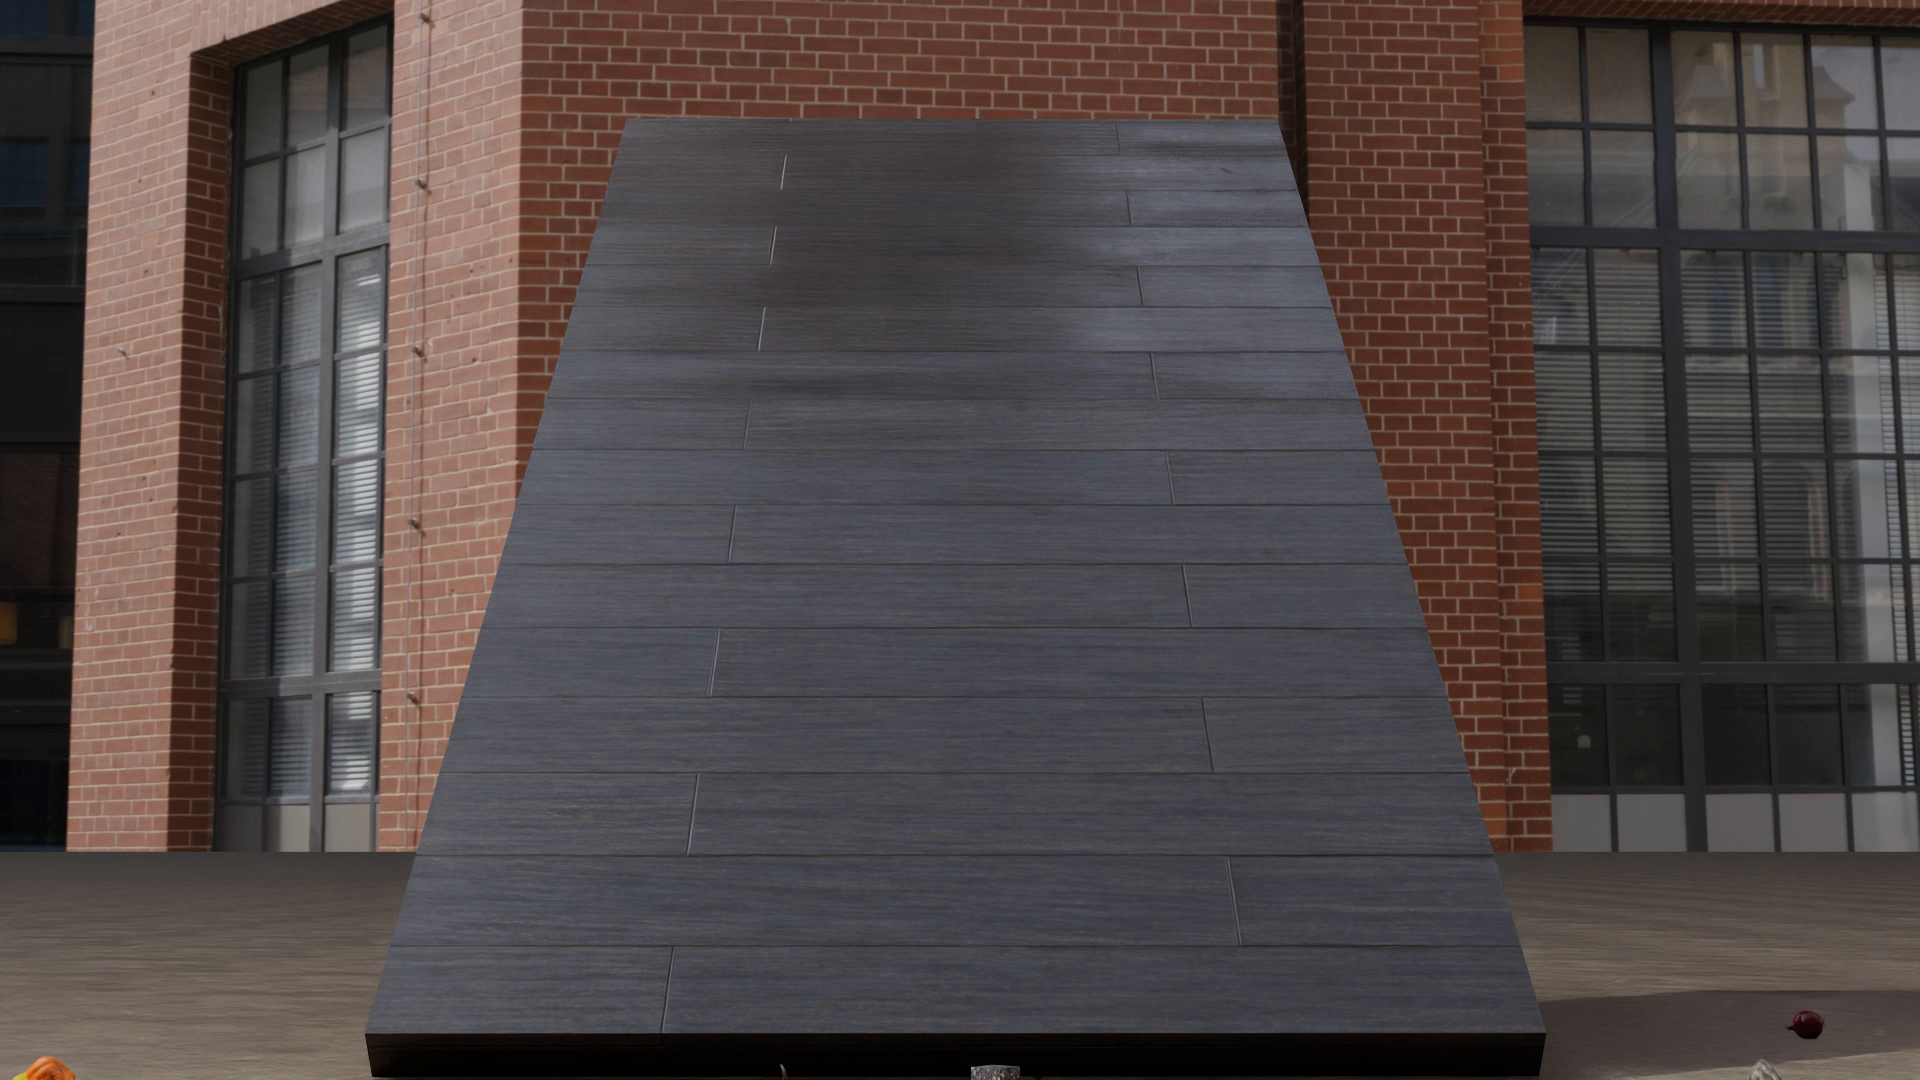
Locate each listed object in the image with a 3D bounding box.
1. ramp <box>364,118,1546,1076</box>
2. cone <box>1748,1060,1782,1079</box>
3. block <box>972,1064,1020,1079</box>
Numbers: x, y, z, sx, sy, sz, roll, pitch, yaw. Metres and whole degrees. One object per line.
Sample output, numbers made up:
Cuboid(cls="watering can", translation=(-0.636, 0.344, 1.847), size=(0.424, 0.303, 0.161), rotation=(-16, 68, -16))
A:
Cuboid(cls="ramp", translation=(-0.015, -0.188, 5.862), size=(2.000, 0.100, 4.000), rotation=(0, 32, 0))
Cuboid(cls="cone", translation=(1.154, 0.821, 3.574), size=(0.092, 0.092, 0.092), rotation=(-26, -6, -4))
Cuboid(cls="block", translation=(0.055, 0.839, 3.772), size=(0.054, 0.054, 0.054), rotation=(-5, -9, 36))
